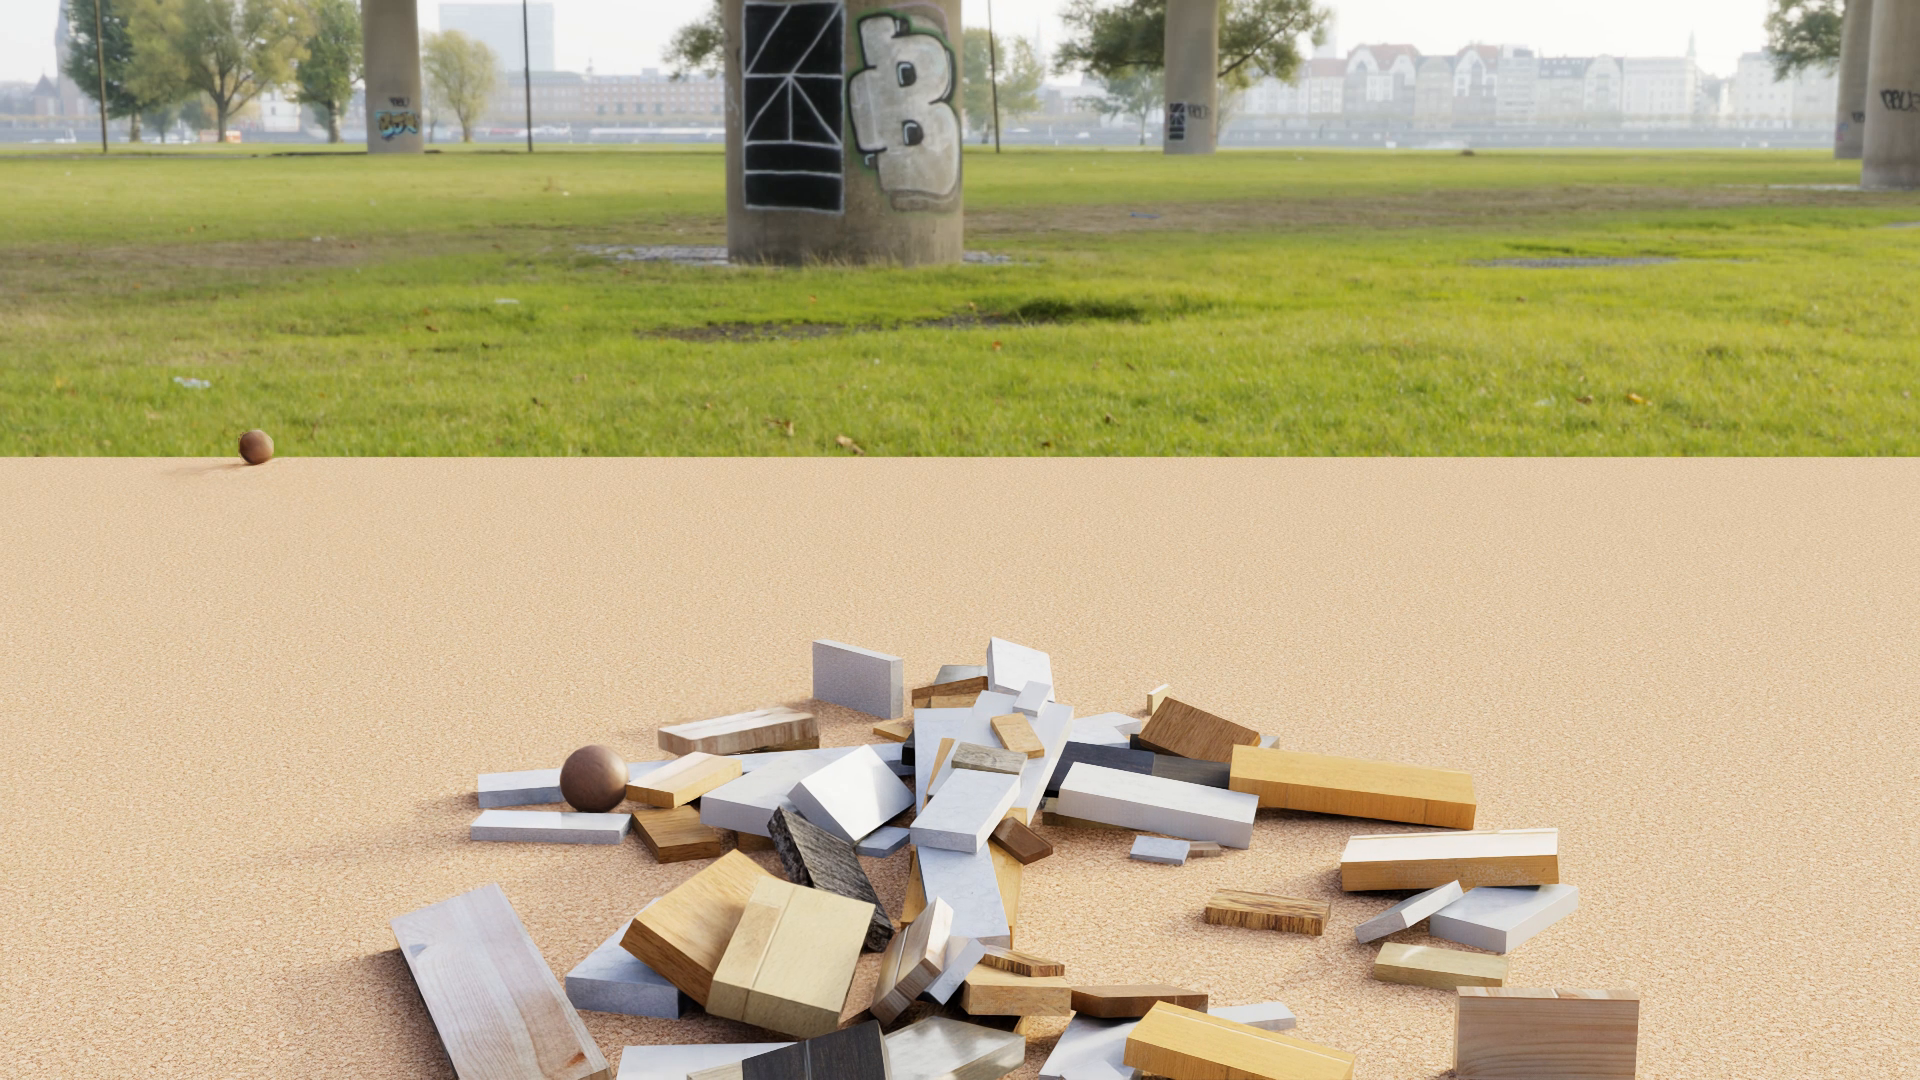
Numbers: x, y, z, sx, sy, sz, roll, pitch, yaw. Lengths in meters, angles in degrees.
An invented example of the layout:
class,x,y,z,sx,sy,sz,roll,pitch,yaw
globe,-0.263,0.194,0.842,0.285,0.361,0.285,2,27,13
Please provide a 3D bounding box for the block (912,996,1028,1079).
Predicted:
class,x,y,z,sx,sy,sz,roll,pitch,yaw
block,-0.004,0.695,2.993,0.141,0.040,0.282,2,11,13

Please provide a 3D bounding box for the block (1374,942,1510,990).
class,x,y,z,sx,sy,sz,roll,pitch,yaw
block,0.724,0.644,3.305,0.187,0.027,0.094,4,11,20

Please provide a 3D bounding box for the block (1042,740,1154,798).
class,x,y,z,sx,sy,sz,roll,pitch,yaw
block,0.253,0.441,4.151,0.217,0.108,0.031,7,-33,9

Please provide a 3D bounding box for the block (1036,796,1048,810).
class,x,y,z,sx,sy,sz,roll,pitch,yaw
block,0.121,0.490,4.166,0.056,0.016,0.112,-7,13,-33

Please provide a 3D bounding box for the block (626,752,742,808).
class,x,y,z,sx,sy,sz,roll,pitch,yaw
block,-0.518,0.451,4.140,0.109,0.031,0.218,7,14,28

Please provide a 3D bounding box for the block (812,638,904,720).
class,x,y,z,sx,sy,sz,roll,pitch,yaw
block,-0.226,0.305,4.845,0.037,0.131,0.261,-10,14,-43

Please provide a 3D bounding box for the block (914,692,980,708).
class,x,y,z,sx,sy,sz,roll,pitch,yaw
block,0.012,0.348,4.592,0.108,0.031,0.217,12,-15,-37

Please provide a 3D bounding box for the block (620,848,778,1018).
class,x,y,z,sx,sy,sz,roll,pitch,yaw
block,-0.350,0.584,3.304,0.180,0.051,0.359,34,17,11

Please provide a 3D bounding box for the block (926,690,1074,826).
class,x,y,z,sx,sy,sz,roll,pitch,yaw
block,0.075,0.389,3.884,0.173,0.049,0.347,9,29,13

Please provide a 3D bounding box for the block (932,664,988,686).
class,x,y,z,sx,sy,sz,roll,pitch,yaw
block,0.009,0.331,4.967,0.127,0.036,0.254,1,11,6

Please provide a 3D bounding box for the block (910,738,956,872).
class,x,y,z,sx,sy,sz,roll,pitch,yaw
block,0.027,0.469,3.837,0.173,0.049,0.347,6,29,6

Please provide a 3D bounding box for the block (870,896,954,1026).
class,x,y,z,sx,sy,sz,roll,pitch,yaw
block,-0.067,0.602,3.160,0.032,0.113,0.227,43,12,-6

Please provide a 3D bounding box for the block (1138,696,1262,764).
class,x,y,z,sx,sy,sz,roll,pitch,yaw
block,0.474,0.394,4.353,0.217,0.031,0.108,20,60,33

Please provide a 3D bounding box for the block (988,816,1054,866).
class,x,y,z,sx,sy,sz,roll,pitch,yaw
block,0.096,0.491,3.593,0.057,0.016,0.113,-17,29,-30

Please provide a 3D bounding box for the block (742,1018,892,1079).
class,x,y,z,sx,sy,sz,roll,pitch,yaw
block,-0.157,0.694,2.536,0.173,0.049,0.346,-17,22,0

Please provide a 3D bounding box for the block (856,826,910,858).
class,x,y,z,sx,sy,sz,roll,pitch,yaw
block,-0.133,0.537,3.909,0.060,0.017,0.121,4,11,23

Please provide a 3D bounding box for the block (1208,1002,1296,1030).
class,x,y,z,sx,sy,sz,roll,pitch,yaw
block,0.413,0.682,3.130,0.117,0.017,0.058,-3,11,-14

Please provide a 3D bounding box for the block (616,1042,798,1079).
class,x,y,z,sx,sy,sz,roll,pitch,yaw
block,-0.310,0.712,2.904,0.278,0.039,0.139,-1,11,-3

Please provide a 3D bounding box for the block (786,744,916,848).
class,x,y,z,sx,sy,sz,roll,pitch,yaw
block,-0.191,0.466,3.969,0.144,0.041,0.287,46,21,10

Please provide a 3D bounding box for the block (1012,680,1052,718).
class,x,y,z,sx,sy,sz,roll,pitch,yaw
block,0.133,0.289,4.006,0.047,0.013,0.094,11,30,16

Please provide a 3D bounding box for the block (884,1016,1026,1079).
class,x,y,z,sx,sy,sz,roll,pitch,yaw
block,-0.044,0.669,2.807,0.141,0.040,0.282,6,4,29

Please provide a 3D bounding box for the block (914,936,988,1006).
class,x,y,z,sx,sy,sz,roll,pitch,yaw
block,-0.028,0.609,3.125,0.098,0.028,0.195,-49,6,-17

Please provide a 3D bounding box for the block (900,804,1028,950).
class,x,y,z,sx,sy,sz,roll,pitch,yaw
block,0.011,0.543,3.562,0.173,0.049,0.347,1,25,5

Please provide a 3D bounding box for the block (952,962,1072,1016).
class,x,y,z,sx,sy,sz,roll,pitch,yaw
block,0.060,0.633,3.136,0.141,0.040,0.282,3,-2,-9

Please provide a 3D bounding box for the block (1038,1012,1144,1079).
class,x,y,z,sx,sy,sz,roll,pitch,yaw
block,0.193,0.700,2.985,0.118,0.033,0.236,3,11,16

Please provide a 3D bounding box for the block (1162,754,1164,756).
class,x,y,z,sx,sy,sz,roll,pitch,yaw
block,0.341,0.451,4.346,0.180,0.025,0.090,-1,11,-6

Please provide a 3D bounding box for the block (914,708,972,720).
class,x,y,z,sx,sy,sz,roll,pitch,yaw
block,-0.007,0.423,4.151,0.149,0.042,0.297,-1,33,-4

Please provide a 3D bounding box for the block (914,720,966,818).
class,x,y,z,sx,sy,sz,roll,pitch,yaw
block,-0.007,0.440,4.045,0.149,0.042,0.297,0,34,-2

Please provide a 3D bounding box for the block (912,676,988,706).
class,x,y,z,sx,sy,sz,roll,pitch,yaw
block,0.027,0.328,4.652,0.127,0.036,0.310,10,-13,-28

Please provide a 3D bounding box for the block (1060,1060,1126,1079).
class,x,y,z,sx,sy,sz,roll,pitch,yaw
block,0.190,0.711,2.815,0.066,0.019,0.131,-11,20,-27

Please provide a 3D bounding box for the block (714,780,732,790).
class,x,y,z,sx,sy,sz,roll,pitch,yaw
block,-0.381,0.481,4.185,0.188,0.027,0.094,-1,11,-6

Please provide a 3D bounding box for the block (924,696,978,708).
class,x,y,z,sx,sy,sz,roll,pitch,yaw
block,0.005,0.356,4.430,0.148,0.042,0.297,1,-11,-5

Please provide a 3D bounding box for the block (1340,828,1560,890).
class,x,y,z,sx,sy,sz,roll,pitch,yaw
block,0.823,0.535,3.685,0.347,0.049,0.174,-5,6,16

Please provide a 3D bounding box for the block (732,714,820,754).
class,x,y,z,sx,sy,sz,roll,pitch,yaw
block,-0.393,0.402,4.593,0.114,0.032,0.228,-6,12,-28
